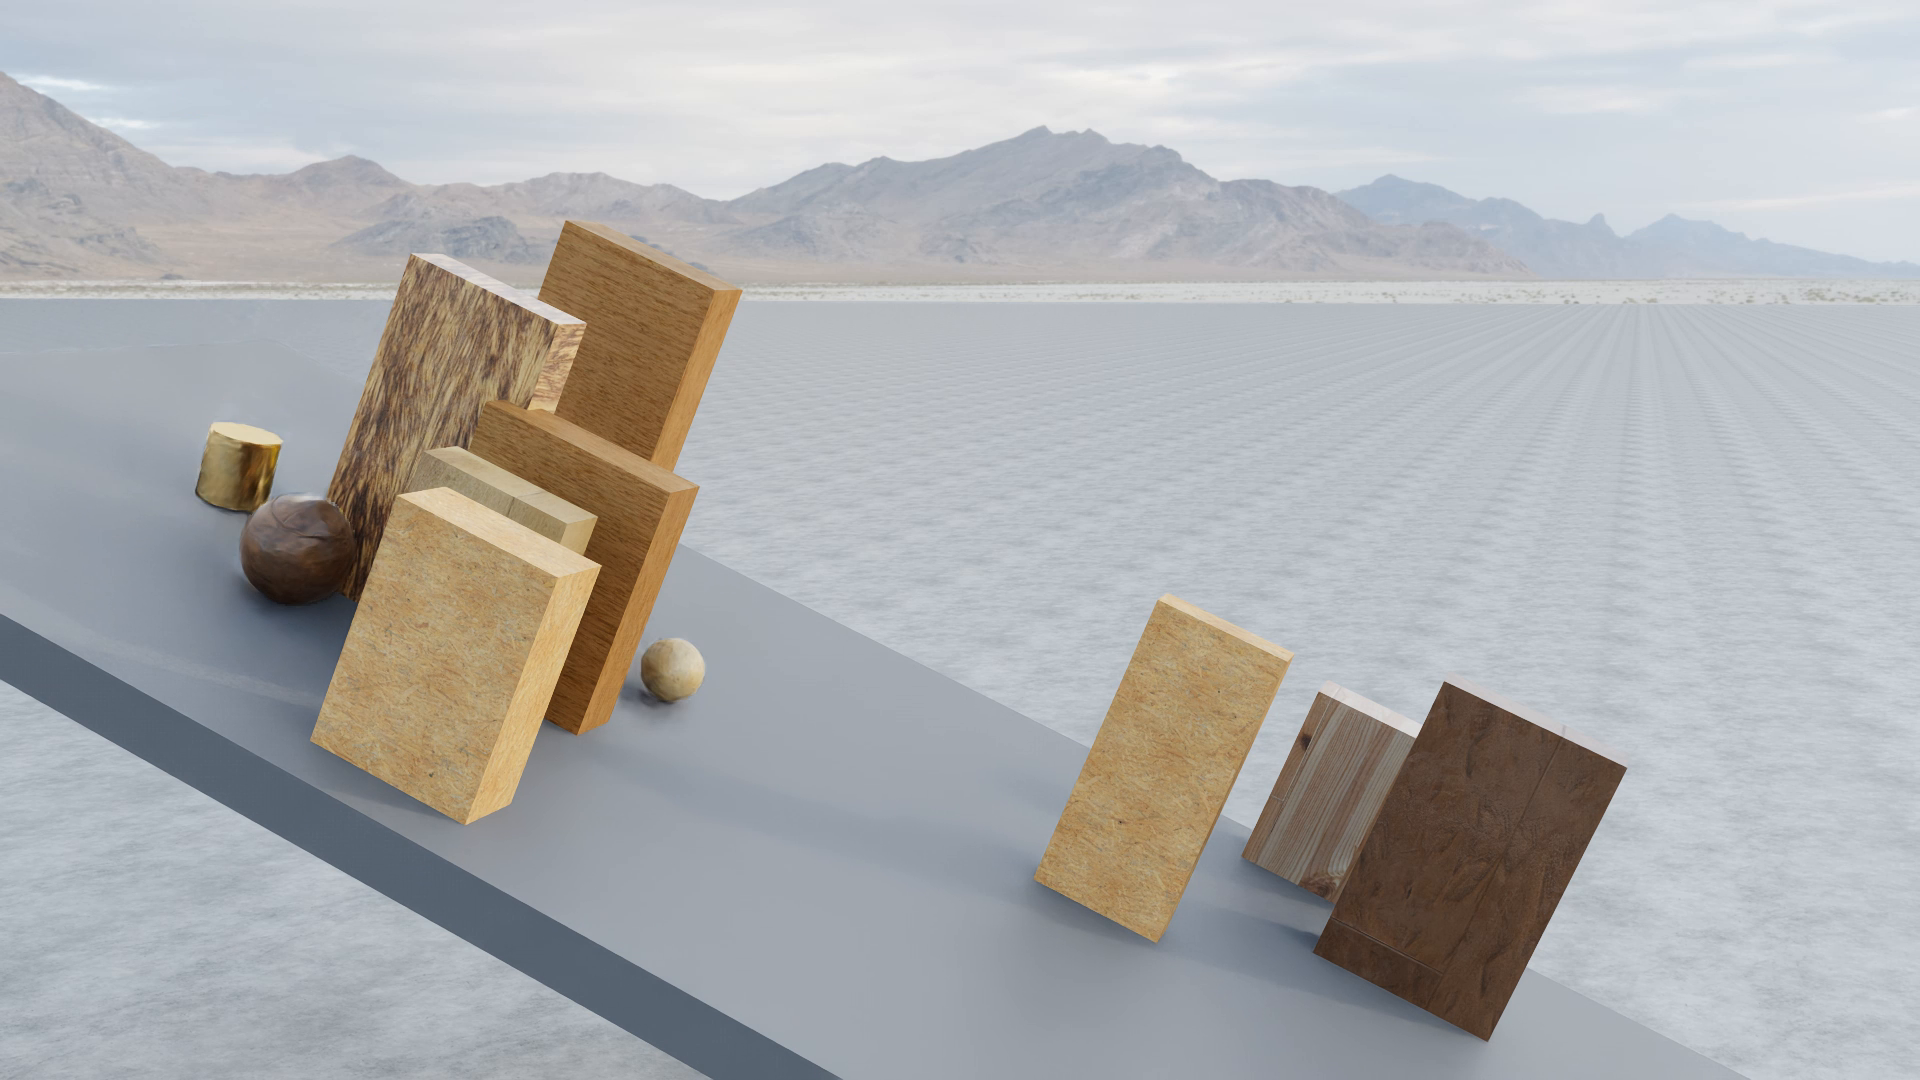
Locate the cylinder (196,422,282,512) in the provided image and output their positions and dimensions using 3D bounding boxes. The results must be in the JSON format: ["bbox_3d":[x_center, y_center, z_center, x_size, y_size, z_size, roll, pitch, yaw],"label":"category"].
[{"bbox_3d":[-1.417,-0.144,4.320,0.138,0.138,0.138,16,12,-3],"label":"cylinder"}]

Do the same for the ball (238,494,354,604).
[{"bbox_3d":[-1.191,0.016,3.952,0.200,0.200,0.200,0,7,0],"label":"ball"}]

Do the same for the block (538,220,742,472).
[{"bbox_3d":[-0.761,-0.254,4.577,0.357,0.730,0.142,26,13,13],"label":"block"}]

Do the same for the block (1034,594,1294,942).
[{"bbox_3d":[0.376,0.424,4.091,0.260,0.590,0.089,26,13,13],"label":"block"}]

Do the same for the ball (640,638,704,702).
[{"bbox_3d":[-0.556,0.251,4.252,0.124,0.124,0.124,0,7,0],"label":"ball"}]

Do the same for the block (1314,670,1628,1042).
[{"bbox_3d":[0.997,0.618,4.314,0.374,0.611,0.117,26,13,13],"label":"block"}]

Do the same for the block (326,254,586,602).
[{"bbox_3d":[-0.961,-0.168,4.077,0.320,0.647,0.111,26,13,13],"label":"block"}]

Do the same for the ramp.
[{"bbox_3d":[-0.289,0.504,4.185,4.000,0.100,2.000,26,13,13],"label":"ramp"}]

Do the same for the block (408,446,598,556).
[{"bbox_3d":[-0.839,0.091,3.772,0.290,0.413,0.113,26,13,13],"label":"block"}]

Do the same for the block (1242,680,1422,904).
[{"bbox_3d":[0.838,0.558,4.742,0.303,0.405,0.143,26,13,13],"label":"block"}]

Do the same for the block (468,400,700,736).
[{"bbox_3d":[-0.743,0.044,3.970,0.386,0.480,0.126,26,13,13],"label":"block"}]

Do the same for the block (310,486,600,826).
[{"bbox_3d":[-0.794,0.178,3.461,0.295,0.429,0.145,26,13,13],"label":"block"}]
